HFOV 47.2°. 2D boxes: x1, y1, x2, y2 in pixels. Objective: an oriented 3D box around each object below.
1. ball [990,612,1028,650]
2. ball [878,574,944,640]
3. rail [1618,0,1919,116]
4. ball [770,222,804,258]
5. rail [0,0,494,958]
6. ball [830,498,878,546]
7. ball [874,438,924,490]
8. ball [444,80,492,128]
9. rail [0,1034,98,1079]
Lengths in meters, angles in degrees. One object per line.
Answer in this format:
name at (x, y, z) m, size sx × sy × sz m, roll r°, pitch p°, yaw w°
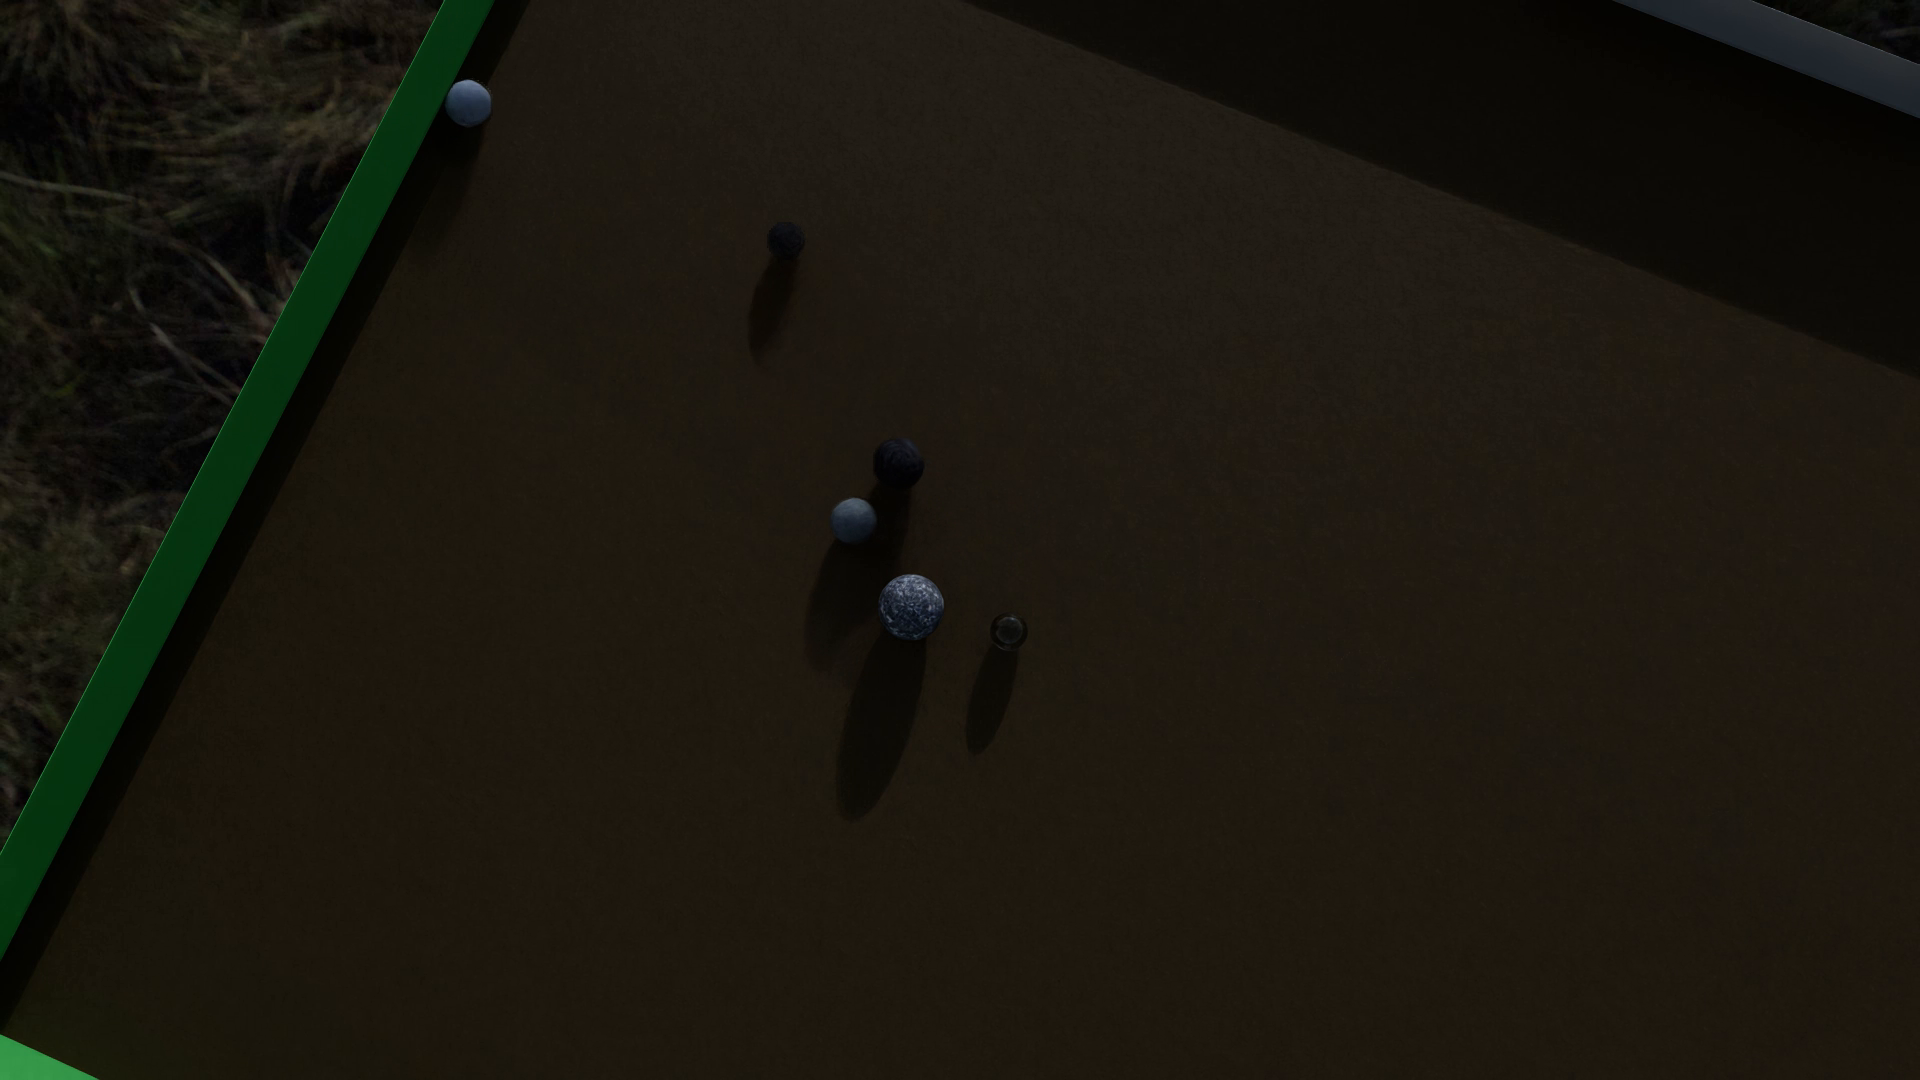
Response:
ball at (0.073, 0.137, 3.290) m, size 0.058 × 0.058 × 0.058 m, roll 0°, pitch 77°, yaw 0°
ball at (-0.073, 0.100, 3.277) m, size 0.099 × 0.099 × 0.099 m, roll 0°, pitch 77°, yaw 0°
rail at (1.462, -0.699, 3.439) m, size 4.256 × 0.129 × 0.045 m, roll 23°, pitch 78°, yaw 5°
ball at (-0.269, -0.466, 3.426) m, size 0.056 × 0.056 × 0.056 m, roll 0°, pitch 77°, yaw 0°
rail at (-0.956, -0.406, 3.374) m, size 0.045 × 0.129 × 2.503 m, roll 23°, pitch 78°, yaw 5°
ball at (-0.159, -0.028, 3.320) m, size 0.071 × 0.071 × 0.071 m, roll 0°, pitch 77°, yaw 0°
ball at (-0.092, -0.115, 3.337) m, size 0.077 × 0.077 × 0.077 m, roll 0°, pitch 77°, yaw 0°
ball at (-0.776, -0.688, 3.467) m, size 0.073 × 0.073 × 0.073 m, roll 0°, pitch 77°, yaw 0°
rail at (0.494, 1.504, 2.946) m, size 4.256 × 0.129 × 0.045 m, roll 23°, pitch 78°, yaw 5°
